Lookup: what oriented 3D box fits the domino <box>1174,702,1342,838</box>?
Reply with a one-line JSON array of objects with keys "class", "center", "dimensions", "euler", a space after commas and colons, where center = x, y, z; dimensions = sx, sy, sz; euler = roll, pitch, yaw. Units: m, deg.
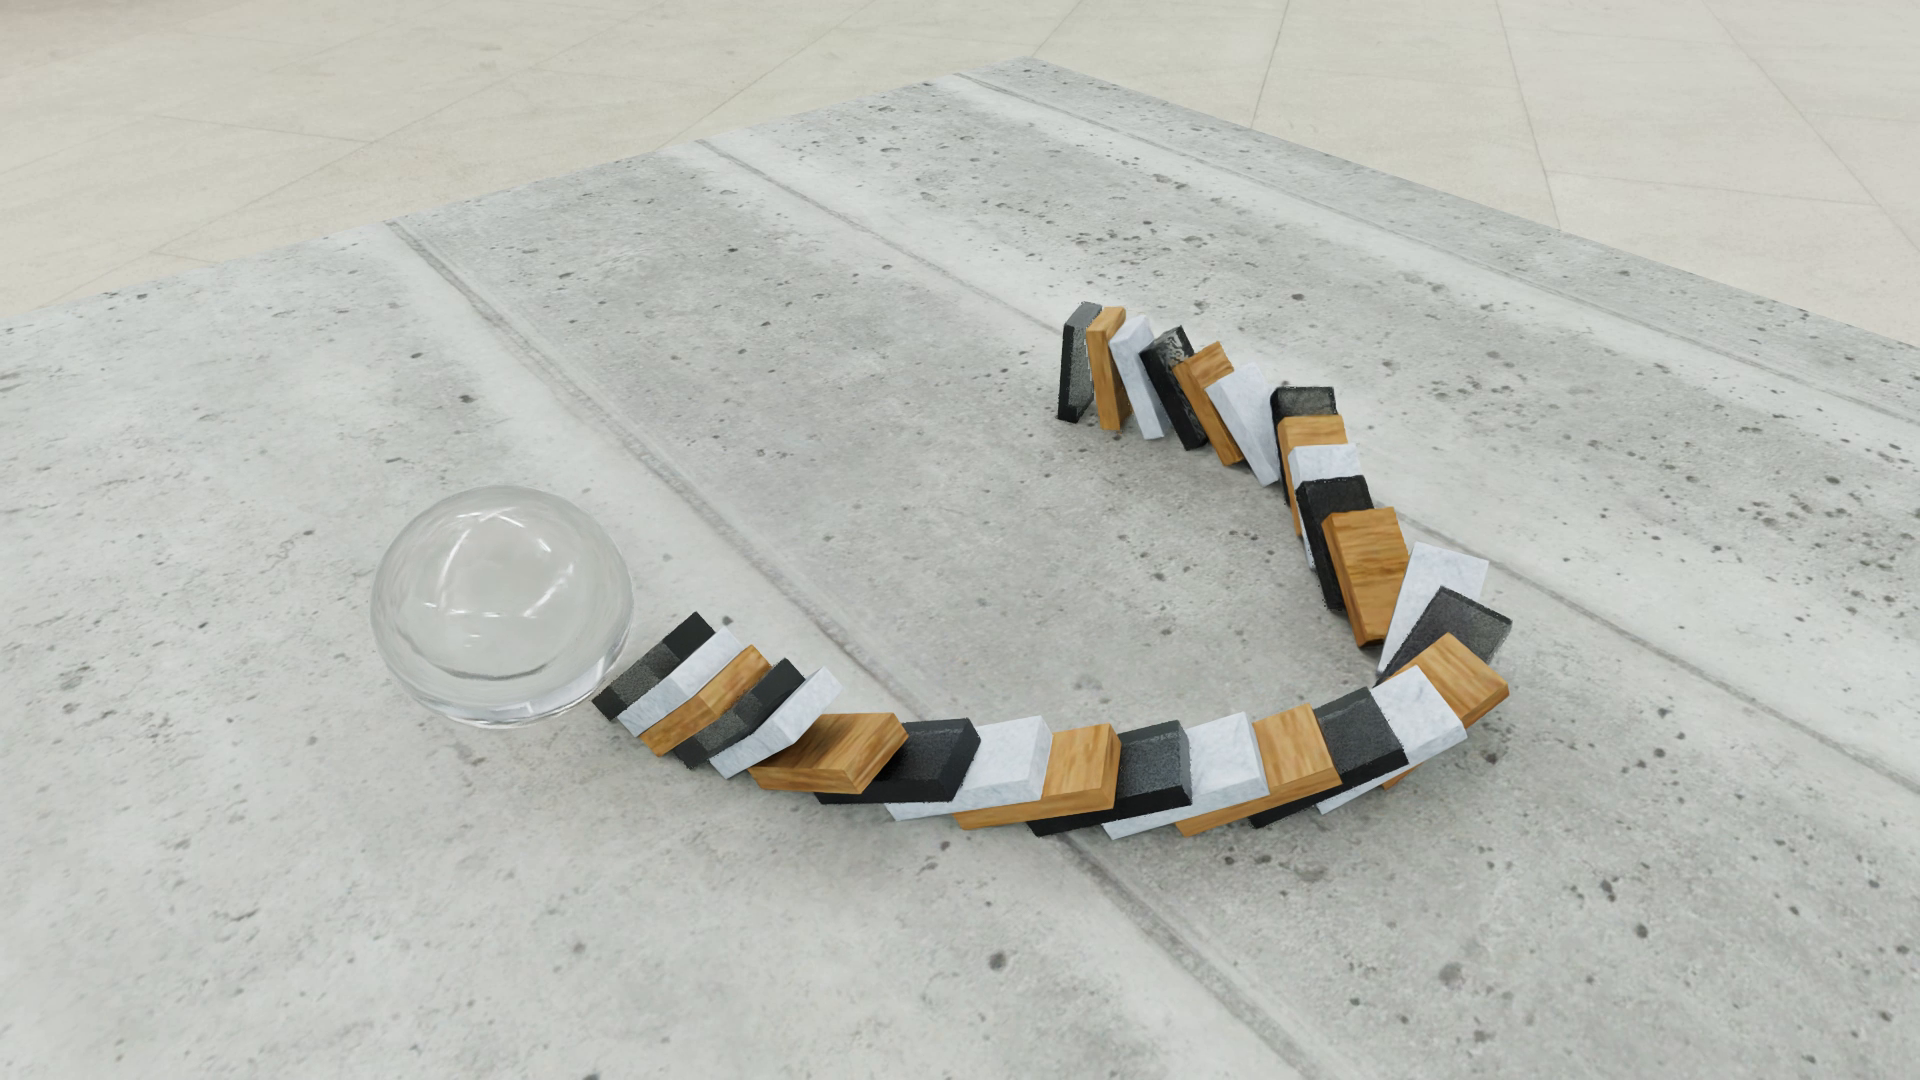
[{"class": "domino", "center": [0.088, 0.071, 0.339], "dimensions": [0.050, 0.010, 0.025], "euler": [-24, 37, 16]}]

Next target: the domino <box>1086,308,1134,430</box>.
[{"class": "domino", "center": [0.071, -0.079, 0.507], "dimensions": [0.010, 0.050, 0.025], "euler": [6, 38, 29]}]

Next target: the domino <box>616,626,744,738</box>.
[{"class": "domino", "center": [-0.092, 0.047, 0.359], "dimensions": [0.009, 0.050, 0.025], "euler": [49, 48, -6]}]

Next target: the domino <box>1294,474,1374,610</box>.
[{"class": "domino", "center": [0.149, 0.001, 0.425], "dimensions": [0.025, 0.009, 0.050], "euler": [-6, 68, -7]}]

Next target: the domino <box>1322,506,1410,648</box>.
[{"class": "domino", "center": [0.155, 0.014, 0.409], "dimensions": [0.025, 0.010, 0.050], "euler": [-6, 68, -7]}]

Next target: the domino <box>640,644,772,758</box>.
[{"class": "domino", "center": [-0.082, 0.052, 0.352], "dimensions": [0.009, 0.050, 0.025], "euler": [49, 48, -6]}]

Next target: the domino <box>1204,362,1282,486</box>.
[{"class": "domino", "center": [0.131, -0.051, 0.482], "dimensions": [0.025, 0.010, 0.050], "euler": [-29, 87, -30]}]

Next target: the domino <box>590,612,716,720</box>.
[{"class": "domino", "center": [-0.102, 0.042, 0.364], "dimensions": [0.010, 0.050, 0.025], "euler": [49, 48, -6]}]

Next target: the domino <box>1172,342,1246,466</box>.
[{"class": "domino", "center": [0.117, -0.061, 0.492], "dimensions": [0.025, 0.050, 0.009], "euler": [-33, 6, -33]}]

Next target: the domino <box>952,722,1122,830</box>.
[{"class": "domino", "center": [0.023, 0.073, 0.337], "dimensions": [0.050, 0.010, 0.025], "euler": [-15, 33, 26]}]

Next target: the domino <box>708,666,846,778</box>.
[{"class": "domino", "center": [-0.059, 0.058, 0.345], "dimensions": [0.010, 0.050, 0.025], "euler": [49, 48, -6]}]

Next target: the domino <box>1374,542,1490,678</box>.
[{"class": "domino", "center": [0.167, 0.028, 0.389], "dimensions": [0.025, 0.009, 0.050], "euler": [17, 75, 19]}]

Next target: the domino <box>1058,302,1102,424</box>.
[{"class": "domino", "center": [0.056, -0.082, 0.512], "dimensions": [0.010, 0.050, 0.025], "euler": [17, 42, 20]}]

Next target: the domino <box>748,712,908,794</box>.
[{"class": "domino", "center": [-0.042, 0.066, 0.342], "dimensions": [0.050, 0.010, 0.025], "euler": [-10, 27, 45]}]

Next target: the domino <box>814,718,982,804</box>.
[{"class": "domino", "center": [-0.021, 0.069, 0.342], "dimensions": [0.050, 0.010, 0.025], "euler": [-10, 31, 32]}]

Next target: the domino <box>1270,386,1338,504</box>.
[{"class": "domino", "center": [0.150, -0.041, 0.472], "dimensions": [0.025, 0.010, 0.050], "euler": [-2, 73, -5]}]

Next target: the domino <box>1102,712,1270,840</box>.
[{"class": "domino", "center": [0.067, 0.072, 0.338], "dimensions": [0.050, 0.010, 0.025], "euler": [-22, 36, 18]}]

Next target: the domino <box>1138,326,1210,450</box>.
[{"class": "domino", "center": [0.101, -0.069, 0.499], "dimensions": [0.010, 0.050, 0.025], "euler": [-13, 21, 48]}]

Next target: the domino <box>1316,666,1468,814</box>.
[{"class": "domino", "center": [0.130, 0.063, 0.348], "dimensions": [0.050, 0.009, 0.025], "euler": [-31, 41, 8]}]

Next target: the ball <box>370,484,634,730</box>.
[{"class": "ball", "center": [-0.149, 0.022, 0.361], "dimensions": [0.080, 0.080, 0.080], "euler": [0, 39, 0]}]

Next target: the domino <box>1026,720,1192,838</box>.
[{"class": "domino", "center": [0.045, 0.073, 0.337], "dimensions": [0.050, 0.009, 0.025], "euler": [-18, 34, 22]}]

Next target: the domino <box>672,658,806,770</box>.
[{"class": "domino", "center": [-0.071, 0.055, 0.348], "dimensions": [0.010, 0.050, 0.025], "euler": [49, 48, -6]}]

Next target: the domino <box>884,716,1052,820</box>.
[{"class": "domino", "center": [0.002, 0.071, 0.340], "dimensions": [0.050, 0.009, 0.025], "euler": [-15, 33, 26]}]

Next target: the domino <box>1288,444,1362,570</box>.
[{"class": "domino", "center": [0.150, -0.013, 0.441], "dimensions": [0.025, 0.010, 0.050], "euler": [-3, 69, -4]}]

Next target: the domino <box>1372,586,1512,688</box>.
[{"class": "domino", "center": [0.161, 0.043, 0.372], "dimensions": [0.025, 0.010, 0.050], "euler": [32, 80, 33]}]

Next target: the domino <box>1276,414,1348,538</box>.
[{"class": "domino", "center": [0.149, -0.027, 0.457], "dimensions": [0.025, 0.009, 0.050], "euler": [-3, 71, -4]}]

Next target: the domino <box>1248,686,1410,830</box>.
[{"class": "domino", "center": [0.110, 0.068, 0.343], "dimensions": [0.050, 0.009, 0.025], "euler": [-28, 38, 12]}]

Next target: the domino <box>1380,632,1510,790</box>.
[{"class": "domino", "center": [0.149, 0.055, 0.357], "dimensions": [0.050, 0.010, 0.025], "euler": [-38, 46, 1]}]

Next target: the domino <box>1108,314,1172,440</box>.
[{"class": "domino", "center": [0.085, -0.074, 0.503], "dimensions": [0.009, 0.050, 0.025], "euler": [-6, 31, 36]}]
